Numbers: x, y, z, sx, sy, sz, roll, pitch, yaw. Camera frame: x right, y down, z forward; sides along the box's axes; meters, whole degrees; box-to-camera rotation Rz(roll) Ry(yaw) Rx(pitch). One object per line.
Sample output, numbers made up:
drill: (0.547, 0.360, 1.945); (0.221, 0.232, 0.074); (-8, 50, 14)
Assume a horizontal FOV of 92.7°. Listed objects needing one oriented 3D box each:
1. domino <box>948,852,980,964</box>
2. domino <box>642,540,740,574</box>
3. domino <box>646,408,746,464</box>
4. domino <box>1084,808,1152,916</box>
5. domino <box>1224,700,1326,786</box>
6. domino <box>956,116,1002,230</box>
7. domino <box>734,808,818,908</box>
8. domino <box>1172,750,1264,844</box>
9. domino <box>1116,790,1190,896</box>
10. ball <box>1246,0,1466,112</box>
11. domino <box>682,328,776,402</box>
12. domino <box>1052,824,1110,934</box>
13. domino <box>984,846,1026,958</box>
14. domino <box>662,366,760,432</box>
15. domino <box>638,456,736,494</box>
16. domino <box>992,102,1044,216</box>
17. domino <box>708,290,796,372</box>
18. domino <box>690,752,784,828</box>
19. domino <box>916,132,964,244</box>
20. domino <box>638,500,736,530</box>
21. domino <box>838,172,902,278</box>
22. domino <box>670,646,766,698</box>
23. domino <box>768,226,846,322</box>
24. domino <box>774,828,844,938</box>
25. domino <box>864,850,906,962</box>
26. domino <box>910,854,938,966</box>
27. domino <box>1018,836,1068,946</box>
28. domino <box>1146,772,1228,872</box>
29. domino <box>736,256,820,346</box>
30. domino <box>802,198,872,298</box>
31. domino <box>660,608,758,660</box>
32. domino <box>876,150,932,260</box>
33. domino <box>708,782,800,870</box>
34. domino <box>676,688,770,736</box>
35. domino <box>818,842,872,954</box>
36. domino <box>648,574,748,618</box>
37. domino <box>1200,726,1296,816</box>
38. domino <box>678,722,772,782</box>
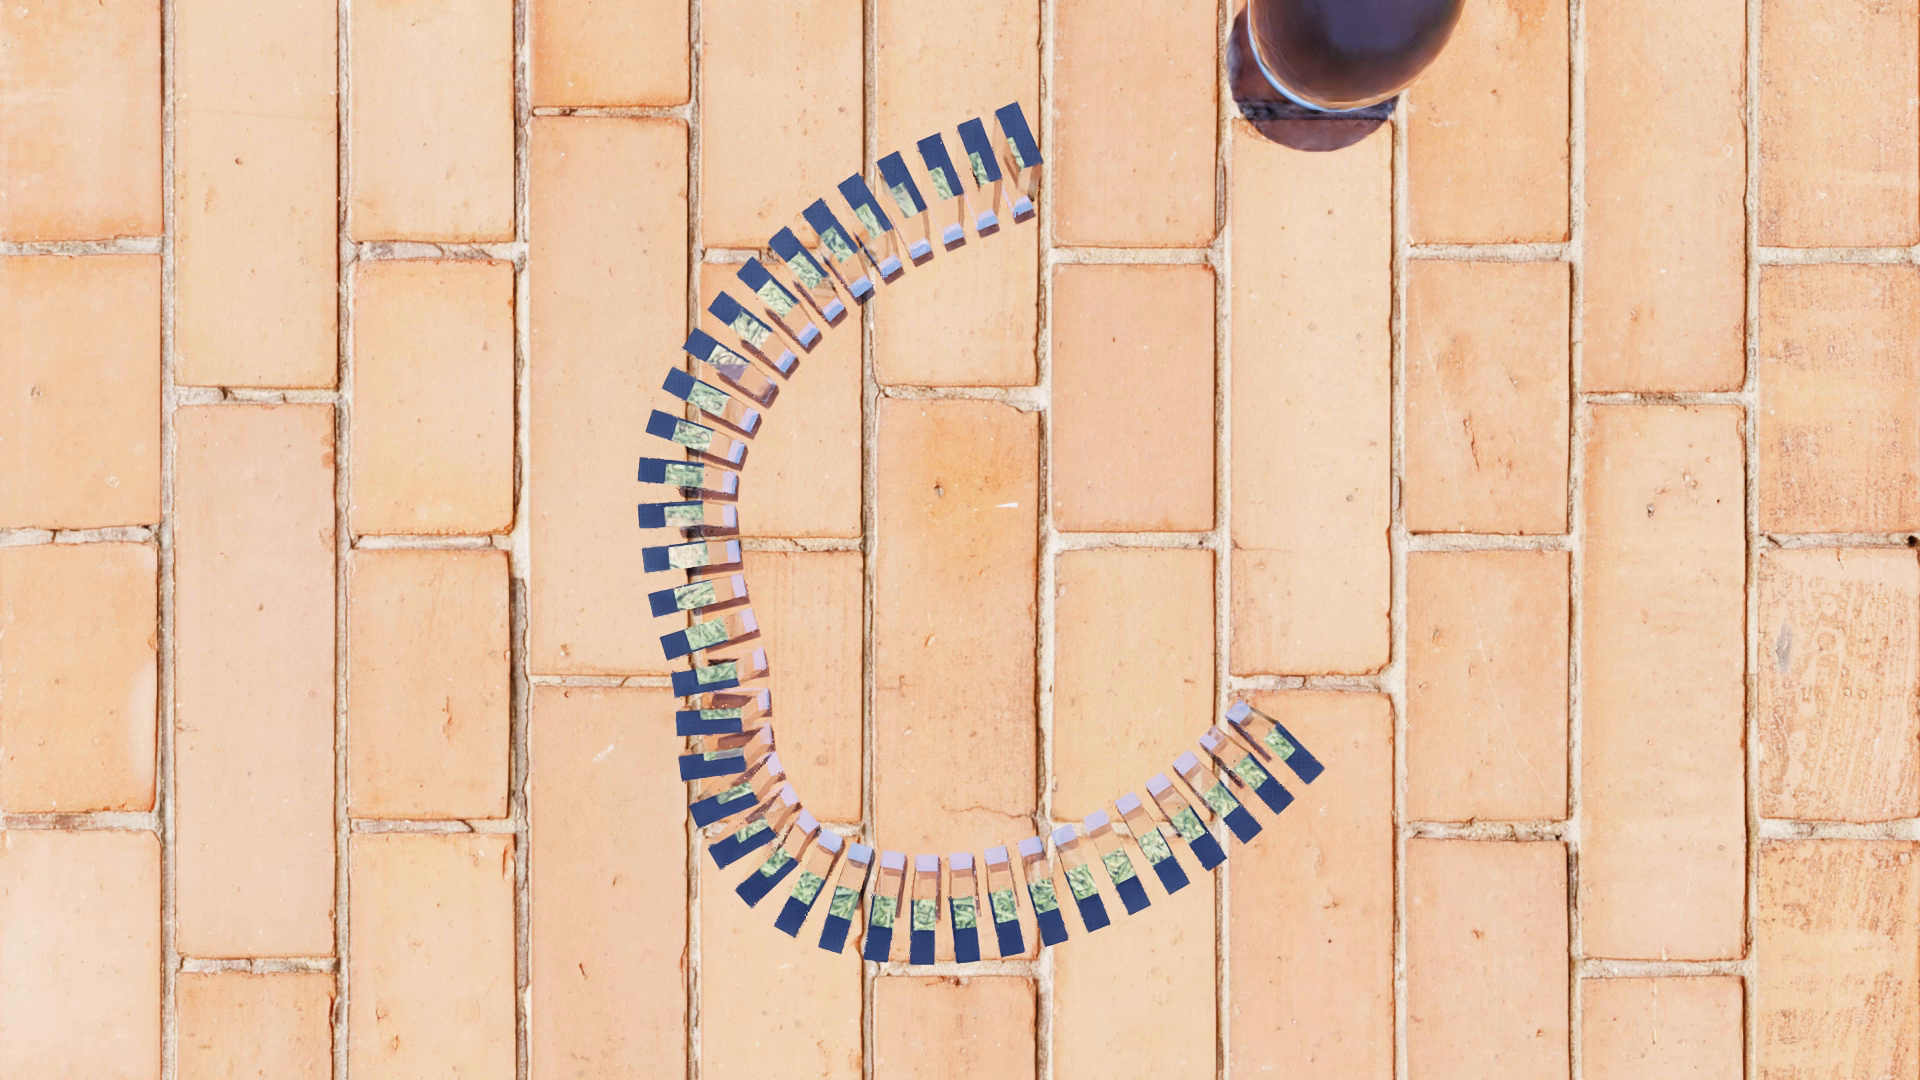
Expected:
domino: (0.002, 0.149, 0.375); (0.009, 0.050, 0.025); (-7, 90, 0)
domino: (-0.109, 0.006, 0.375); (0.025, 0.050, 0.009); (-7, 90, 0)
domino: (-0.107, -0.042, 0.375); (0.025, 0.050, 0.009); (18, 90, 0)
domino: (0.064, 0.130, 0.375); (0.010, 0.050, 0.025); (-26, 90, 0)
domino: (0.128, 0.082, 0.375); (0.025, 0.050, 0.009); (45, 90, 0)
domino: (0.008, -0.148, 0.375); (0.010, 0.050, 0.025); (-21, 90, 0)
domino: (-0.074, 0.129, 0.375); (0.025, 0.050, 0.009); (-43, 90, 0)
domino: (0.104, 0.104, 0.375); (0.010, 0.050, 0.025); (-41, 90, 0)
domino: (0.078, 0.123, 0.375); (0.009, 0.050, 0.025); (-30, 90, 0)
ball: (0.155, -0.212, 0.360); (0.080, 0.080, 0.080); (0, 90, 0)
domino: (-0.093, -0.071, 0.375); (0.025, 0.050, 0.009); (32, 90, 0)
domino: (0.049, 0.137, 0.375); (0.009, 0.050, 0.025); (-22, 90, 0)
domino: (0.018, 0.146, 0.375); (0.010, 0.050, 0.025); (-12, 90, 0)
domino: (-0.101, -0.057, 0.375); (0.025, 0.050, 0.010); (26, 90, 0)
domino: (-0.110, -0.026, 0.375); (0.025, 0.050, 0.010); (5, 90, 0)
domino: (0.023, -0.154, 0.375); (0.009, 0.050, 0.025); (-24, 90, 0)
domino: (-0.084, -0.084, 0.375); (0.025, 0.050, 0.009); (37, 90, 0)
domino: (-0.090, 0.101, 0.375); (0.025, 0.050, 0.010); (-22, 90, 0)
domino: (-0.008, -0.142, 0.375); (0.009, 0.050, 0.025); (-23, 90, 0)
domino: (-0.110, -0.010, 0.375); (0.025, 0.050, 0.009); (-4, 90, 0)
domino: (-0.036, -0.128, 0.375); (0.010, 0.050, 0.025); (-34, 90, 0)
domino: (-0.097, 0.053, 0.375); (0.025, 0.050, 0.010); (-10, 90, 0)
domino: (-0.062, -0.108, 0.375); (0.009, 0.050, 0.025); (-42, 90, 0)
domino: (-0.061, 0.139, 0.375); (0.010, 0.050, 0.025); (29, 90, 0)
domino: (-0.030, 0.149, 0.375); (0.010, 0.050, 0.025); (9, 90, 0)
domino: (-0.014, 0.150, 0.375); (0.009, 0.050, 0.025); (1, 90, 0)
domino: (0.033, 0.142, 0.375); (0.010, 0.050, 0.025); (-17, 90, 0)
domino: (0.091, 0.114, 0.375); (0.009, 0.050, 0.025); (-34, 90, 0)
domino: (-0.073, -0.097, 0.375); (0.025, 0.050, 0.009); (43, 90, 0)
domino: (-0.049, -0.118, 0.375); (0.009, 0.050, 0.025); (-37, 90, 0)
domino: (-0.102, 0.038, 0.375); (0.025, 0.050, 0.010); (-18, 90, 0)
domino: (-0.022, -0.136, 0.375); (0.010, 0.050, 0.025); (-27, 90, 0)
domino: (-0.083, 0.116, 0.375); (0.025, 0.050, 0.009); (-30, 90, 0)
domino: (-0.096, 0.070, 0.375); (0.025, 0.050, 0.009); (-3, 90, 0)
domino: (-0.046, 0.145, 0.375); (0.009, 0.050, 0.025); (17, 90, 0)
domino: (-0.106, 0.022, 0.375); (0.025, 0.050, 0.009); (-13, 90, 0)
domino: (0.116, 0.093, 0.375); (0.009, 0.050, 0.025); (-44, 90, 0)
domino: (-0.095, 0.086, 0.375); (0.025, 0.050, 0.009); (-8, 90, 0)
